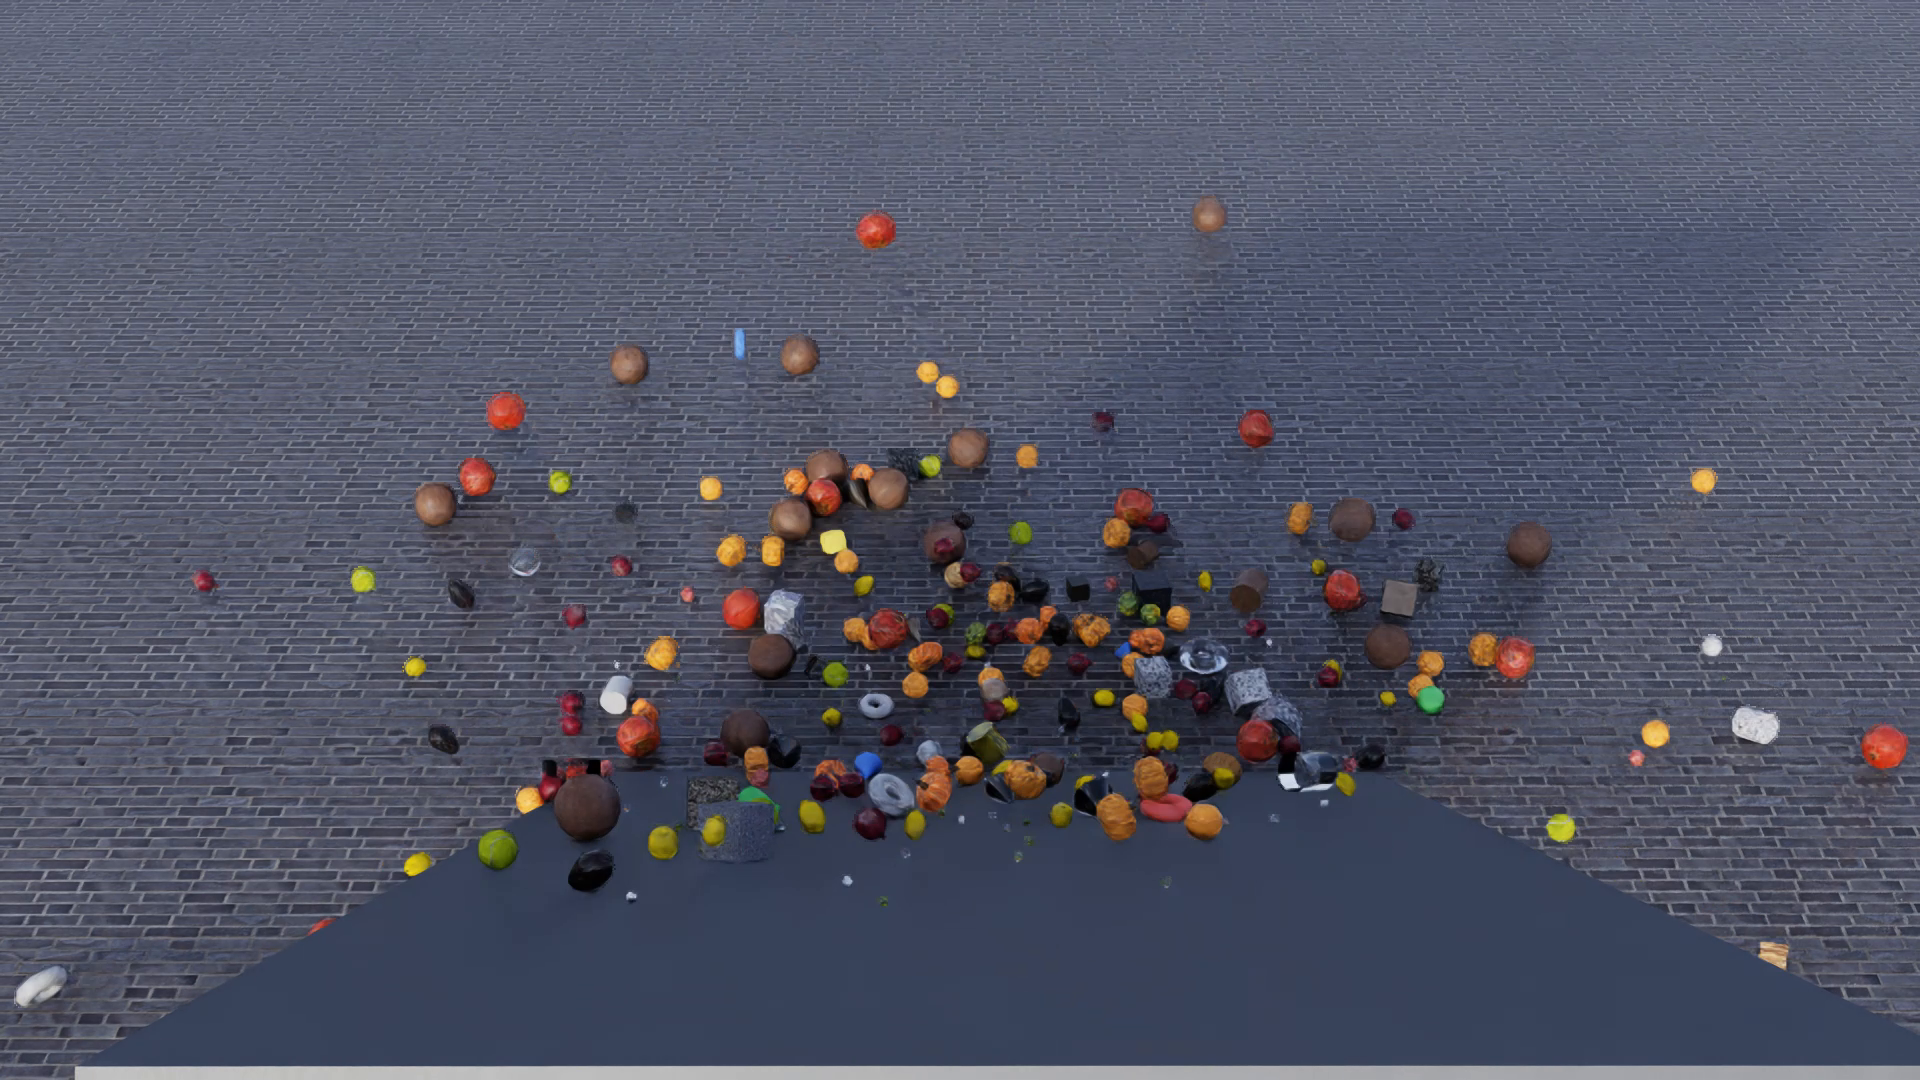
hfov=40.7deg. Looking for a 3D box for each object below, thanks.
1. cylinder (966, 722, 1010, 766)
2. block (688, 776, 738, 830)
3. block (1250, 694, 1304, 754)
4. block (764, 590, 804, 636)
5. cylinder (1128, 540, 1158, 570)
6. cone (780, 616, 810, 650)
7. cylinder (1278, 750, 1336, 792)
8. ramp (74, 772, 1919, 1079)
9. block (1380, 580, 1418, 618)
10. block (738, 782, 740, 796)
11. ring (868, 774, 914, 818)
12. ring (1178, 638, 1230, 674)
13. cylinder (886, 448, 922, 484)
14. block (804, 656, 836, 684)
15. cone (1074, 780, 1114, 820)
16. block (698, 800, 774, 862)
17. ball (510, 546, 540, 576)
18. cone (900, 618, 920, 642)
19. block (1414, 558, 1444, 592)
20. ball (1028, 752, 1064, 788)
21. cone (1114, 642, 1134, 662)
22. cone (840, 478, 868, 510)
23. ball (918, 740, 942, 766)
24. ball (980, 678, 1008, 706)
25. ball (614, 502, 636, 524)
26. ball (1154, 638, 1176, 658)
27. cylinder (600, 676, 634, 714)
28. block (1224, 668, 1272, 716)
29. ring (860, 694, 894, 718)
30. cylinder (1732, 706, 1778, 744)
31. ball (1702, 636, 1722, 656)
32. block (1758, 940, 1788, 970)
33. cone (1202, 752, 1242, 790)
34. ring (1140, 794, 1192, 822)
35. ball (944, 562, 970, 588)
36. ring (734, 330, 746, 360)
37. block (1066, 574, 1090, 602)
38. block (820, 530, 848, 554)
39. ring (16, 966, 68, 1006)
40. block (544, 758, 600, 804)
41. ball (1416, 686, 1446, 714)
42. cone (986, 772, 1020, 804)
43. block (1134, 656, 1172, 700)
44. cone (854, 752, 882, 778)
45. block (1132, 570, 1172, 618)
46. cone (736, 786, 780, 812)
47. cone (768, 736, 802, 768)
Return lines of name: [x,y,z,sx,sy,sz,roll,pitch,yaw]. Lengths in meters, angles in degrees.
cylinder: [0.072,0.526,6.714,0.081,0.081,0.081,-31,20,13]
block: [-0.503,0.533,5.261,0.099,0.099,0.099,0,-1,-7]
block: [0.840,0.488,6.882,0.096,0.096,0.096,41,35,-19]
block: [-0.502,0.210,7.417,0.089,0.089,0.089,8,33,13]
cylinder: [0.544,0.044,7.699,0.067,0.067,0.067,25,37,34]
cone: [-0.473,0.253,7.335,0.088,0.088,0.088,-5,22,2]
cylinder: [0.814,0.542,6.076,0.095,0.095,0.095,0,26,-39]
ramp: [0.071,0.626,4.716,2.000,0.100,4.000,0,-1,0]
block: [1.261,0.170,7.441,0.091,0.091,0.091,10,-4,10]
block: [-0.515,0.558,5.672,0.059,0.059,0.059,0,-1,-14]
ring: [-0.144,0.540,5.476,0.110,0.037,0.110,29,31,-19]
ring: [0.684,0.325,7.273,0.144,0.048,0.144,1,31,0]
cylinder: [-0.178,-0.234,8.125,0.092,0.092,0.092,-17,33,-1]
block: [-0.388,0.361,7.170,0.056,0.056,0.056,29,-3,-20]
cone: [0.295,0.565,5.446,0.089,0.089,0.089,-8,28,-13]
block: [-0.406,0.527,4.694,0.097,0.097,0.097,0,-1,34]
ball: [-1.285,0.064,7.652,0.088,0.088,0.088,0,32,0]
cone: [-0.130,0.267,7.383,0.064,0.064,0.064,-19,64,-28]
block: [1.378,0.105,7.609,0.065,0.065,0.065,14,34,21]
ball: [0.207,0.552,6.231,0.085,0.085,0.085,0,32,0]
cone: [0.475,0.326,7.290,0.060,0.060,0.060,-30,69,-39]
cone: [-0.307,-0.127,8.003,0.093,0.093,0.093,-22,65,-32]
ball: [-0.080,0.566,6.866,0.068,0.068,0.068,0,32,0]
ball: [0.092,0.416,7.084,0.077,0.077,0.077,0,32,0]
ball: [-1.022,-0.082,7.910,0.064,0.064,0.064,0,32,0]
ball: [0.577,0.303,7.296,0.059,0.059,0.059,0,32,0]
cylinder: [-0.937,0.423,7.087,0.077,0.077,0.077,5,32,9]
block: [0.785,0.413,7.057,0.090,0.090,0.090,-10,68,-16]
ring: [-0.228,0.454,7.081,0.097,0.032,0.097,0,33,0]
cylinder: [2.129,0.496,6.941,0.083,0.083,0.083,-16,16,-24]
ball: [2.113,0.299,7.280,0.056,0.056,0.056,0,32,0]
block: [1.928,0.993,6.151,0.062,0.062,0.062,7,74,17]
cone: [0.614,0.571,6.163,0.097,0.097,0.097,9,28,13]
ring: [0.432,0.560,5.421,0.110,0.037,0.110,1,14,0]
ball: [-0.007,0.104,7.597,0.079,0.079,0.079,0,32,0]
ring: [-0.744,-0.661,8.758,0.034,0.102,0.102,-2,32,-6]
block: [0.344,0.140,7.563,0.054,0.054,0.054,-9,33,-14]
block: [-0.378,0.005,7.741,0.056,0.056,0.056,-16,14,-24]
ring: [-2.145,1.044,6.055,0.126,0.126,0.042,-28,74,-37]
block: [-0.878,0.544,5.859,0.092,0.092,0.092,1,-1,-43]
ball: [1.281,0.436,7.051,0.077,0.077,0.077,0,32,0]
cone: [0.106,0.571,5.783,0.078,0.078,0.078,-7,28,-11]
block: [0.532,0.380,7.150,0.083,0.083,0.083,-6,32,-10]
cone: [-0.233,0.581,6.488,0.071,0.071,0.071,3,24,4]
block: [0.554,0.156,7.499,0.095,0.095,0.095,-4,32,-7]
cone: [-0.388,0.537,5.192,0.085,0.085,0.085,-5,22,42]
cone: [-0.461,0.564,6.816,0.087,0.087,0.087,-2,3,-3]
